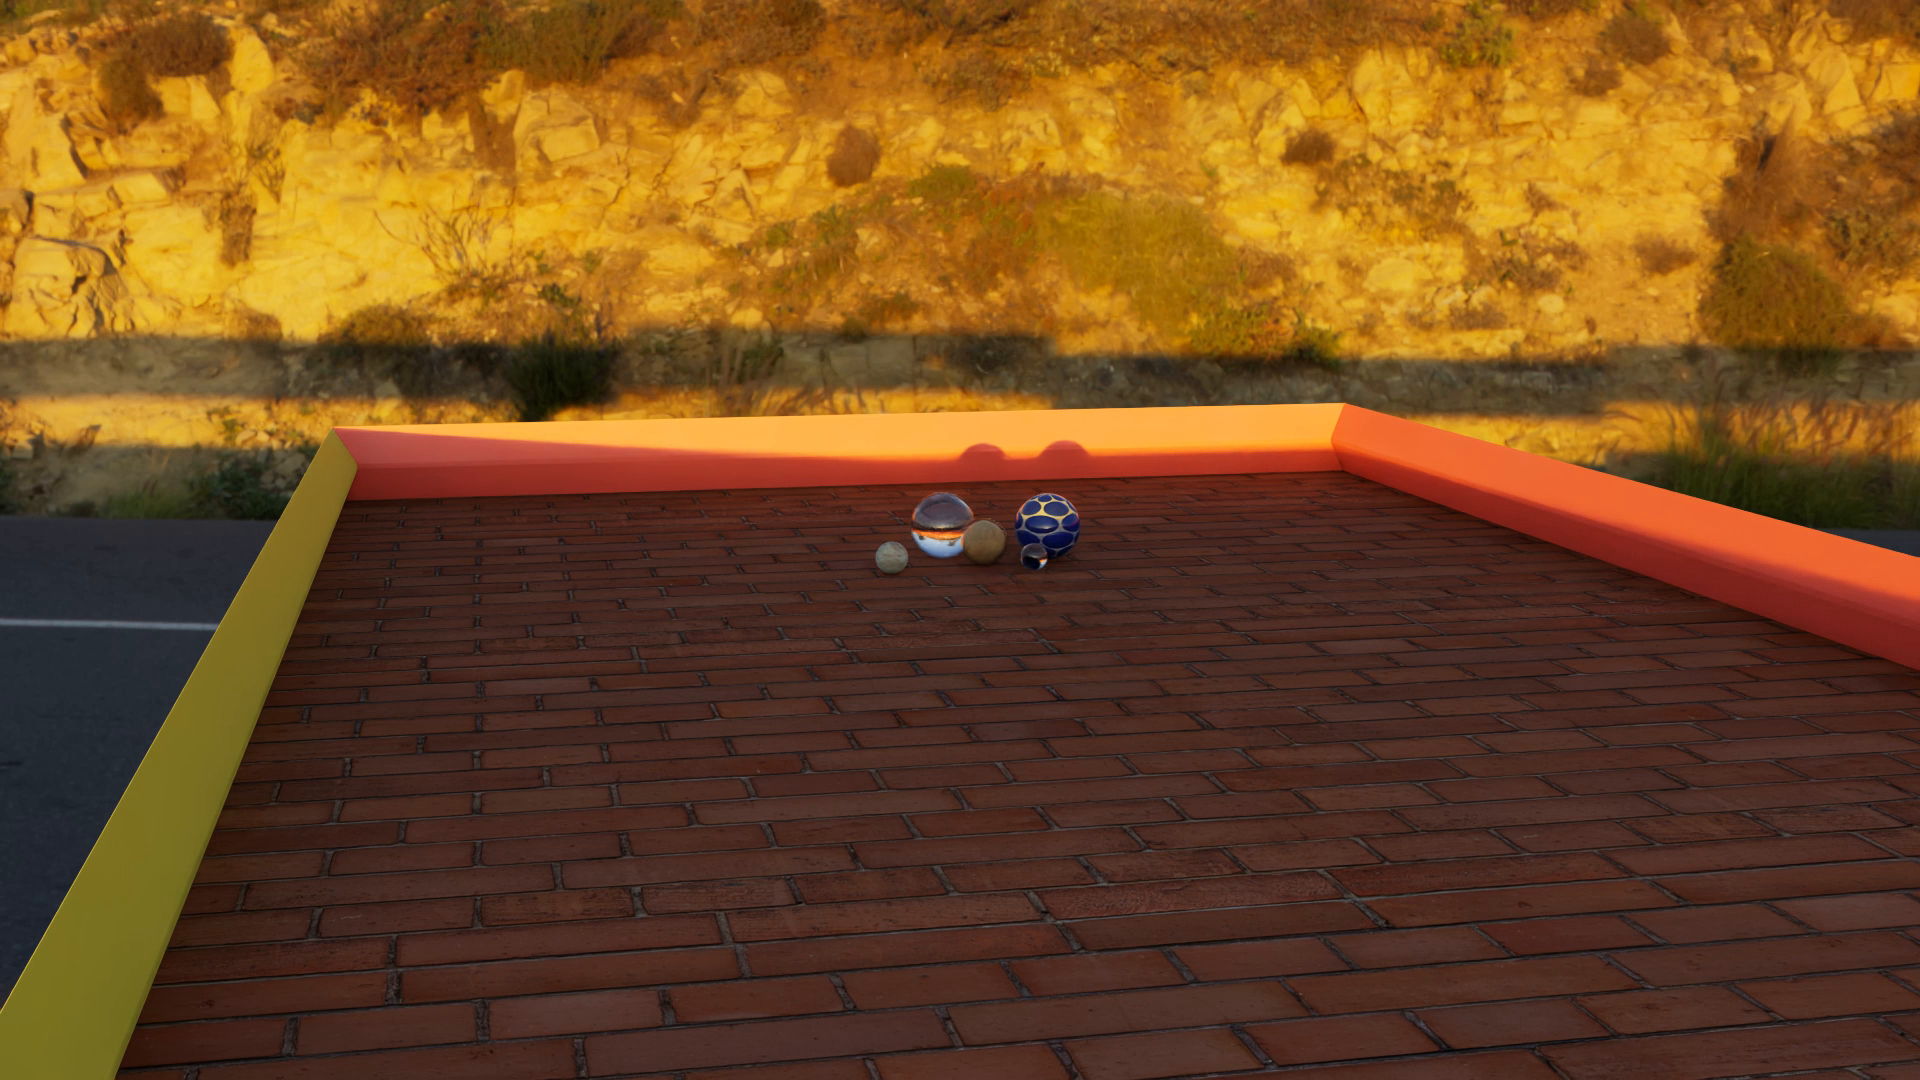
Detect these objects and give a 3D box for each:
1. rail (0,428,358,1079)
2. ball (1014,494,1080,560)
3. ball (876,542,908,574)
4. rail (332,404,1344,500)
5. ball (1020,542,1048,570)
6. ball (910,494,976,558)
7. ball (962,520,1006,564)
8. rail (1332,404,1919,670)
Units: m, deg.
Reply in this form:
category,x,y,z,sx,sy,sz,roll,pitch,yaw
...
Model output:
category,x,y,z,sx,sy,sz,roll,pitch,yaw
rail,-0.724,0.141,2.242,0.045,0.129,3.406,-2,10,-12
ball,0.131,-0.021,3.298,0.099,0.099,0.099,0,10,0
ball,-0.099,0.026,3.178,0.048,0.048,0.048,0,10,0
rail,-0.175,-0.164,4.053,1.897,0.129,0.045,-2,10,-12
ball,0.108,0.024,3.209,0.041,0.041,0.041,0,10,0
ball,-0.025,-0.021,3.305,0.097,0.097,0.097,0,10,0
ball,0.035,0.004,3.256,0.065,0.065,0.065,0,10,0
rail,1.084,0.076,2.628,0.045,0.129,3.406,-2,10,-12
